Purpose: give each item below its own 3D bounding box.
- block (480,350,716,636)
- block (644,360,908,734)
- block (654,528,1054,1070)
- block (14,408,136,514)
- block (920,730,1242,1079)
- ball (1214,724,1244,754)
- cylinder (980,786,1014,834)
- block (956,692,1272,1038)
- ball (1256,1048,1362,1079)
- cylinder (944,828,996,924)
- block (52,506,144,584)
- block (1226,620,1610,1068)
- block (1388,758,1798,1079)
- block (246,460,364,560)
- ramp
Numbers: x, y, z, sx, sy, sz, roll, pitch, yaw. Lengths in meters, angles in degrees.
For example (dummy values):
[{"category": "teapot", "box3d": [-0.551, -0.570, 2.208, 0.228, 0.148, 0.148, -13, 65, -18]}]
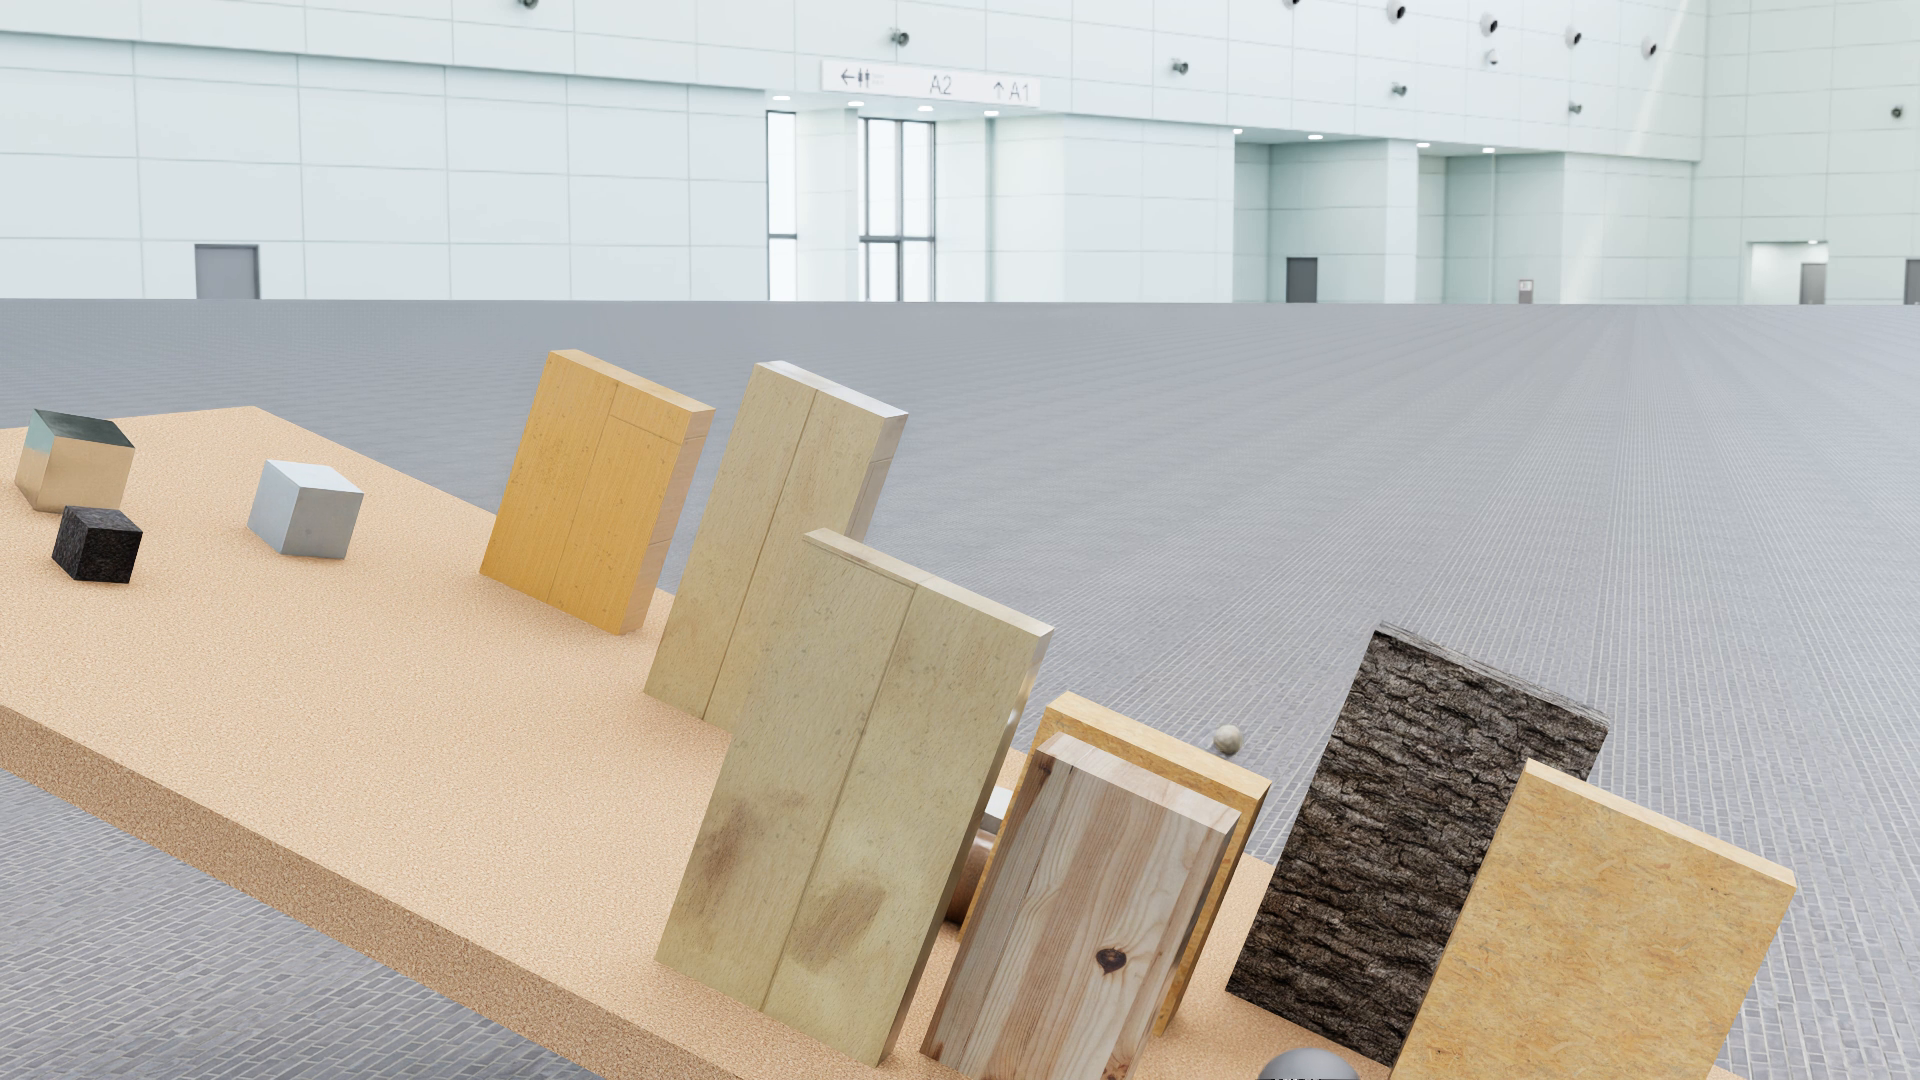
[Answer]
[{"category": "block", "box3d": [-0.813, -0.109, 4.920, 0.364, 0.535, 0.128, 23, 13, 13]}, {"category": "block", "box3d": [-0.383, 0.029, 4.542, 0.296, 0.735, 0.149, 23, 13, 13]}, {"category": "block", "box3d": [-0.168, 0.393, 3.352, 0.390, 0.725, 0.087, 23, 13, 13]}, {"category": "block", "box3d": [-1.787, -0.151, 4.438, 0.160, 0.160, 0.160, 9, 16, -41]}, {"category": "block", "box3d": [0.186, 0.612, 3.423, 0.313, 0.531, 0.140, 23, 13, 13]}, {"category": "ball", "box3d": [1.039, 0.772, 8.498, 0.115, 0.115, 0.115, 0, 7, 0]}, {"category": "cylinder", "box3d": [0.059, 0.582, 4.169, 0.179, 0.179, 0.179, 19, 12, -4]}, {"category": "block", "box3d": [0.271, 0.569, 3.894, 0.398, 0.465, 0.149, 23, 13, 13]}, {"category": "ball", "box3d": [0.562, 0.913, 3.533, 0.189, 0.189, 0.189, 0, 7, 0]}, {"category": "cylinder", "box3d": [-0.040, 0.588, 4.006, 0.173, 0.173, 0.173, 21, 9, 5]}, {"category": "block", "box3d": [-1.623, 0.009, 4.138, 0.107, 0.107, 0.107, 6, 19, -48]}, {"category": "block", "box3d": [0.840, 0.584, 4.067, 0.442, 0.749, 0.119, 23, 13, 13]}, {"category": "block", "box3d": [0.937, 0.770, 3.427, 0.422, 0.748, 0.100, 23, 13, 13]}, {"category": "block", "box3d": [-1.398, -0.065, 4.697, 0.154, 0.154, 0.154, 6, 19, -48]}, {"category": "ramp", "box3d": [-0.324, 0.585, 4.205, 4.000, 0.100, 2.000, 23, 13, 13]}]
